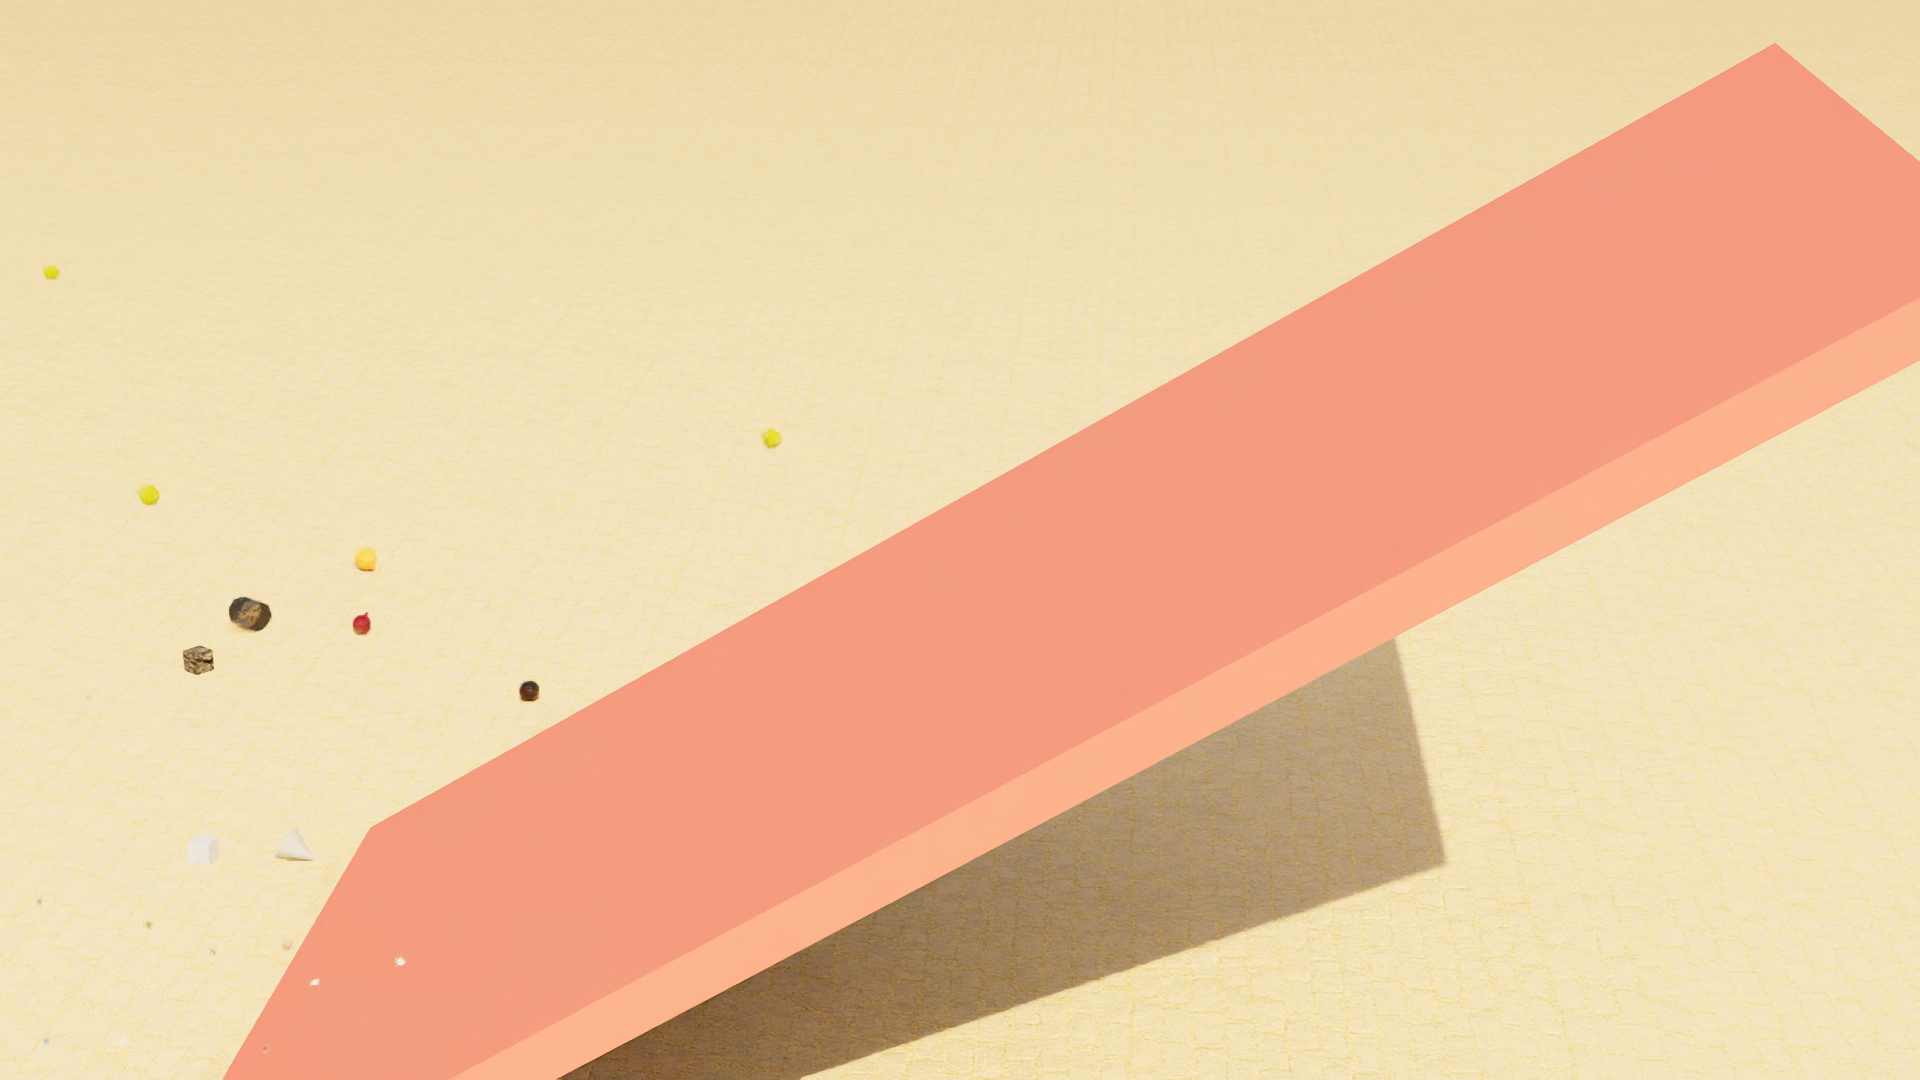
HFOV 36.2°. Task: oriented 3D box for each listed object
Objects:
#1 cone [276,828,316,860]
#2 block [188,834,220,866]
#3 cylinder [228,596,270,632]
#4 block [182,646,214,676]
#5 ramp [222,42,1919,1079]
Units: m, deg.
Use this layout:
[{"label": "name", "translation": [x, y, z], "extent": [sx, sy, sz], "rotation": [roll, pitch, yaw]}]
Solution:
[{"label": "cone", "translation": [-1.716, 0.812, 7.663], "extent": [0.092, 0.092, 0.092], "rotation": [30, 24, 5]}, {"label": "block", "translation": [-1.969, 0.807, 7.654], "extent": [0.058, 0.058, 0.058], "rotation": [4, 19, 10]}, {"label": "cylinder", "translation": [-2.236, 0.232, 9.260], "extent": [0.092, 0.092, 0.092], "rotation": [15, 24, 36]}, {"label": "block", "translation": [-2.310, 0.365, 8.921], "extent": [0.064, 0.064, 0.064], "rotation": [16, 25, 38]}, {"label": "ramp", "translation": [0.142, 0.168, 6.287], "extent": [4.000, 0.100, 2.000], "rotation": [-29, 15, 12]}]
